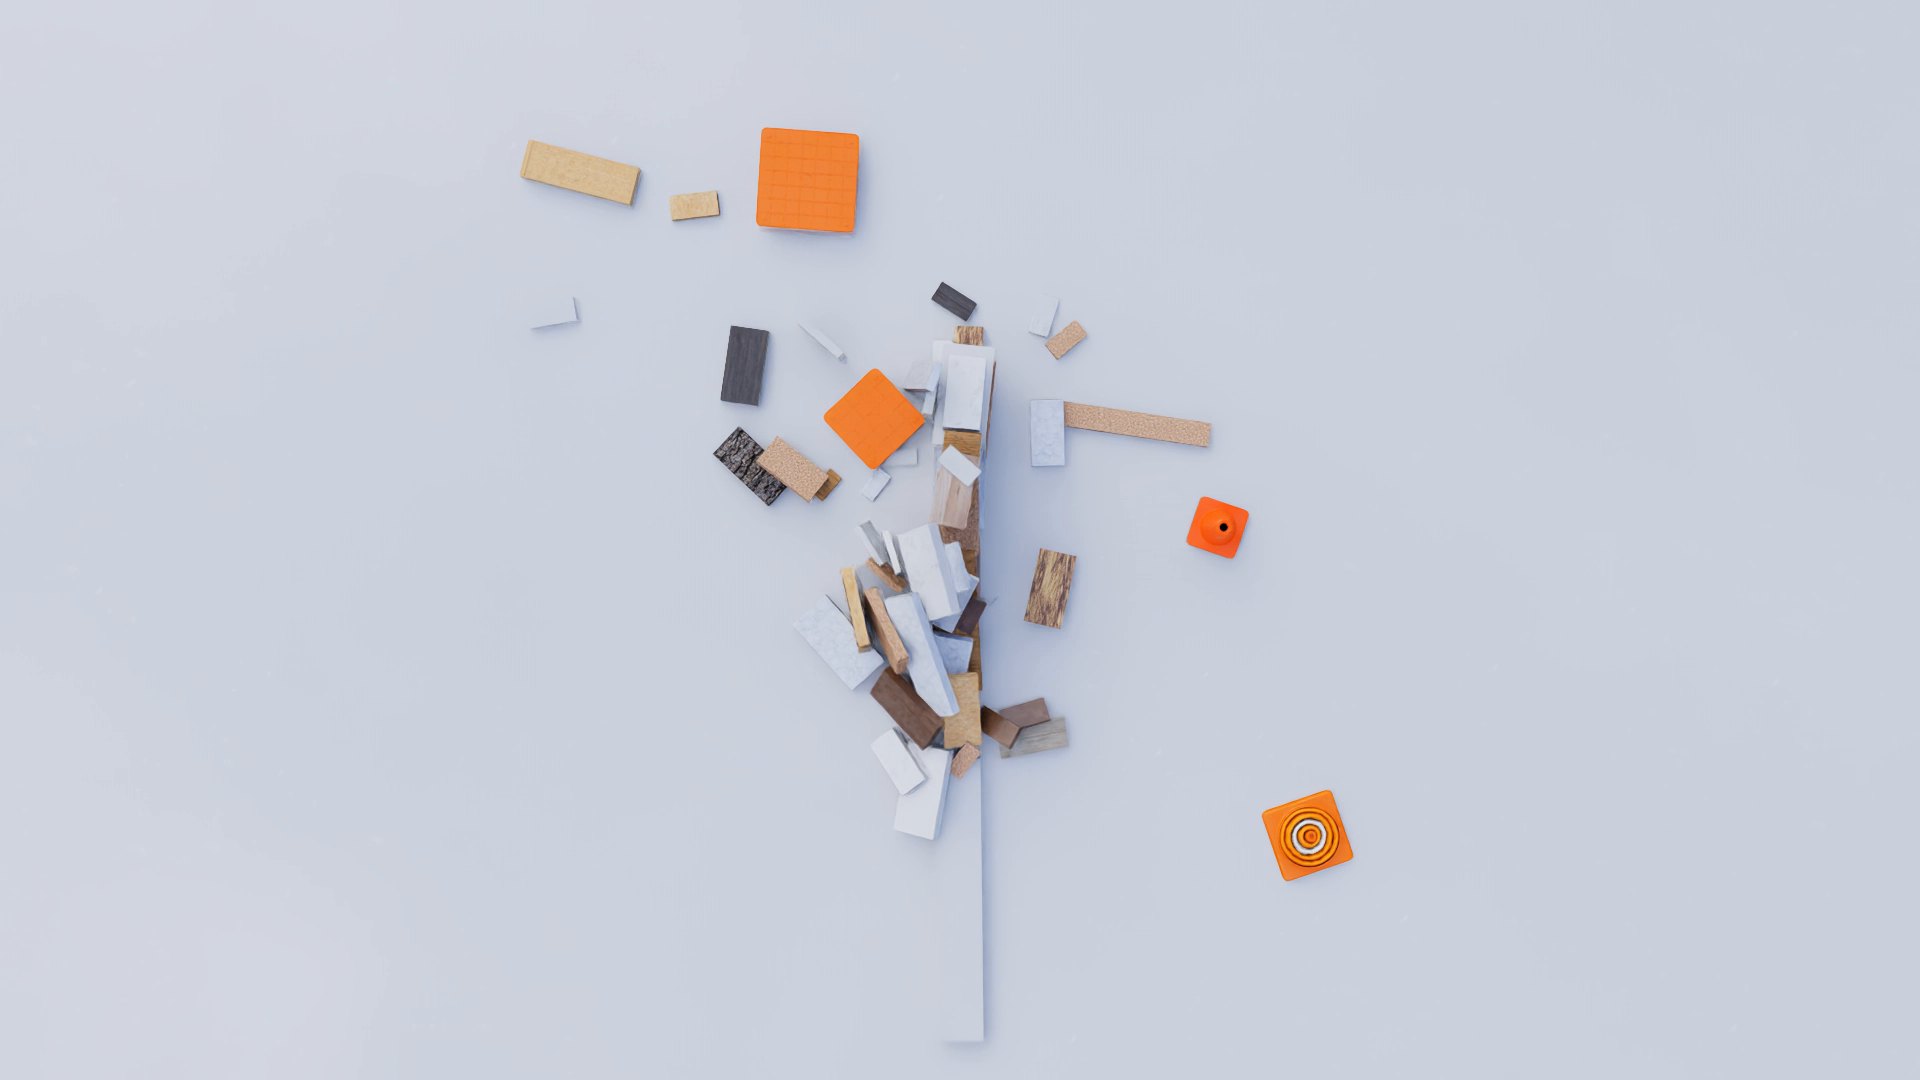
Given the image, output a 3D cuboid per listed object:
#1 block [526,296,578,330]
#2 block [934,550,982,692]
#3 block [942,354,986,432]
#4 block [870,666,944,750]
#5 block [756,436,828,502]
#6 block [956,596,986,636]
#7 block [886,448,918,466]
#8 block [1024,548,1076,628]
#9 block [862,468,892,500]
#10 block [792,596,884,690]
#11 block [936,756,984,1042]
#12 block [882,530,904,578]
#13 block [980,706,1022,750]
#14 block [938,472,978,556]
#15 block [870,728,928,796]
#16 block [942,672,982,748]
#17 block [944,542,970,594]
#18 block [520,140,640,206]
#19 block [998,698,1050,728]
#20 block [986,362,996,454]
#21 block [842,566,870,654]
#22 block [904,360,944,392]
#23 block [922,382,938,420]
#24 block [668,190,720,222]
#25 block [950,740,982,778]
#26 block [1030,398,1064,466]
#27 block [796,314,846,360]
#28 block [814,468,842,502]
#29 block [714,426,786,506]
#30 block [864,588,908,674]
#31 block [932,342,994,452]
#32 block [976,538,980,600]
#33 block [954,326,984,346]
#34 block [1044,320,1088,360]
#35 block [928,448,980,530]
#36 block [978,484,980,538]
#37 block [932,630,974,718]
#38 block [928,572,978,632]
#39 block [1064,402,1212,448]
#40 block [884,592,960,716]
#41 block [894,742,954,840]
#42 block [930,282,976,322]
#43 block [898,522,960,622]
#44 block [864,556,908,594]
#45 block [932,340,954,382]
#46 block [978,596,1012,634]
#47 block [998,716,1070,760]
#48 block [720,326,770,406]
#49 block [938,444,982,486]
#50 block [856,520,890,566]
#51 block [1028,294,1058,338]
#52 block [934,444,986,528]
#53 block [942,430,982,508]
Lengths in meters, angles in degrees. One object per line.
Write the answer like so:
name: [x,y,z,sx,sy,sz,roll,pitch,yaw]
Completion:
block: [-1.359,-0.755,5.489,0.159,0.023,0.080,-10,90,0]
block: [-0.013,0.268,5.404,0.148,0.042,0.479,-3,108,2]
block: [0.015,-0.472,5.312,0.119,0.034,0.238,5,81,1]
block: [-0.175,0.551,5.409,0.264,0.037,0.132,46,133,15]
block: [-0.553,-0.233,5.454,0.217,0.031,0.108,38,75,-1]
block: [0.035,0.245,5.365,0.059,0.017,0.119,25,107,-6]
block: [-0.194,-0.276,5.493,0.102,0.014,0.051,-4,90,0]
block: [0.300,0.161,5.482,0.124,0.035,0.248,13,90,0]
block: [-0.280,-0.185,5.493,0.051,0.014,0.102,38,90,0]
block: [-0.402,0.340,5.479,0.147,0.042,0.294,-42,90,0]
block: [-0.001,1.191,5.479,0.147,0.042,0.940,-1,90,0]
block: [-0.220,0.047,5.445,0.021,0.075,0.150,-19,76,2]
block: [0.124,0.618,5.448,0.157,0.022,0.078,30,93,31]
block: [-0.006,-0.083,5.356,0.134,0.038,0.268,0,99,0]
block: [-0.201,0.732,5.447,0.100,0.028,0.201,-39,75,17]
block: [0.002,0.559,5.413,0.124,0.035,0.248,-5,110,-4]
block: [-0.025,0.092,5.282,0.078,0.022,0.157,-16,85,20]
block: [-1.262,-1.221,5.482,0.377,0.036,0.126,15,90,0]
block: [0.214,0.582,5.472,0.157,0.022,0.078,-16,67,-2]
block: [0.018,-0.429,5.443,0.169,0.048,0.338,6,97,-1]
block: [-0.342,0.230,5.404,0.037,0.132,0.264,-12,77,-5]
block: [-0.120,-0.528,5.328,0.027,0.348,0.095,21,90,-15]
block: [-0.094,-0.458,5.392,0.031,0.217,0.108,12,90,0]
block: [-0.884,-1.112,5.489,0.159,0.023,0.080,-7,90,0]
block: [0.012,0.726,5.437,0.059,0.017,0.119,36,103,0]
block: [0.290,-0.357,5.467,0.108,0.031,0.217,-2,99,2]
block: [-0.462,-0.668,5.452,0.191,0.095,0.027,41,90,0]
block: [-0.445,-0.183,5.493,0.051,0.014,0.102,41,90,0]
block: [-0.686,-0.245,5.482,0.251,0.036,0.126,43,90,0]
block: [-0.243,0.298,5.388,0.037,0.132,0.264,-22,68,-14]
block: [0.012,-0.464,5.352,0.169,0.048,0.337,6,81,1]
block: [-0.001,0.124,5.444,0.134,0.038,0.268,0,106,0]
block: [0.027,-0.614,5.486,0.095,0.027,0.191,2,90,0]
block: [0.353,-0.667,5.491,0.131,0.018,0.065,-40,90,0]
block: [-0.017,-0.163,5.273,0.119,0.034,0.238,12,99,-1]
block: [-0.002,-0.053,5.429,0.134,0.038,0.268,0,112,0]
block: [-0.058,0.451,5.420,0.148,0.042,0.297,11,108,-2]
block: [-0.028,0.193,5.343,0.100,0.028,0.201,25,107,-6]
block: [0.565,-0.388,5.489,0.534,0.023,0.080,8,90,0]
block: [-0.123,0.374,5.333,0.124,0.035,0.415,-11,102,42]
block: [-0.121,0.826,5.448,0.147,0.042,0.294,11,91,24]
block: [-0.020,-0.794,5.490,0.138,0.020,0.069,32,90,0]
block: [-0.100,0.108,5.290,0.149,0.042,0.297,-20,83,43]
block: [-0.243,0.109,5.461,0.150,0.075,0.021,41,114,0]
block: [-0.056,-0.593,5.477,0.069,0.020,0.138,3,90,23]
block: [0.111,0.251,5.492,0.059,0.017,0.119,42,90,0]
block: [0.240,0.657,5.486,0.230,0.028,0.100,-11,90,0]
block: [-0.715,-0.578,5.482,0.126,0.036,0.251,8,90,0]
block: [-0.002,-0.236,5.234,0.131,0.018,0.065,40,98,-5]
block: [-0.285,0.011,5.461,0.021,0.075,0.150,-32,90,27]
block: [0.279,-0.746,5.491,0.065,0.018,0.130,18,90,0]
block: [-0.001,-0.209,5.430,0.169,0.048,0.338,1,106,0]
block: [-0.001,-0.230,5.296,0.119,0.034,0.238,6,99,0]
